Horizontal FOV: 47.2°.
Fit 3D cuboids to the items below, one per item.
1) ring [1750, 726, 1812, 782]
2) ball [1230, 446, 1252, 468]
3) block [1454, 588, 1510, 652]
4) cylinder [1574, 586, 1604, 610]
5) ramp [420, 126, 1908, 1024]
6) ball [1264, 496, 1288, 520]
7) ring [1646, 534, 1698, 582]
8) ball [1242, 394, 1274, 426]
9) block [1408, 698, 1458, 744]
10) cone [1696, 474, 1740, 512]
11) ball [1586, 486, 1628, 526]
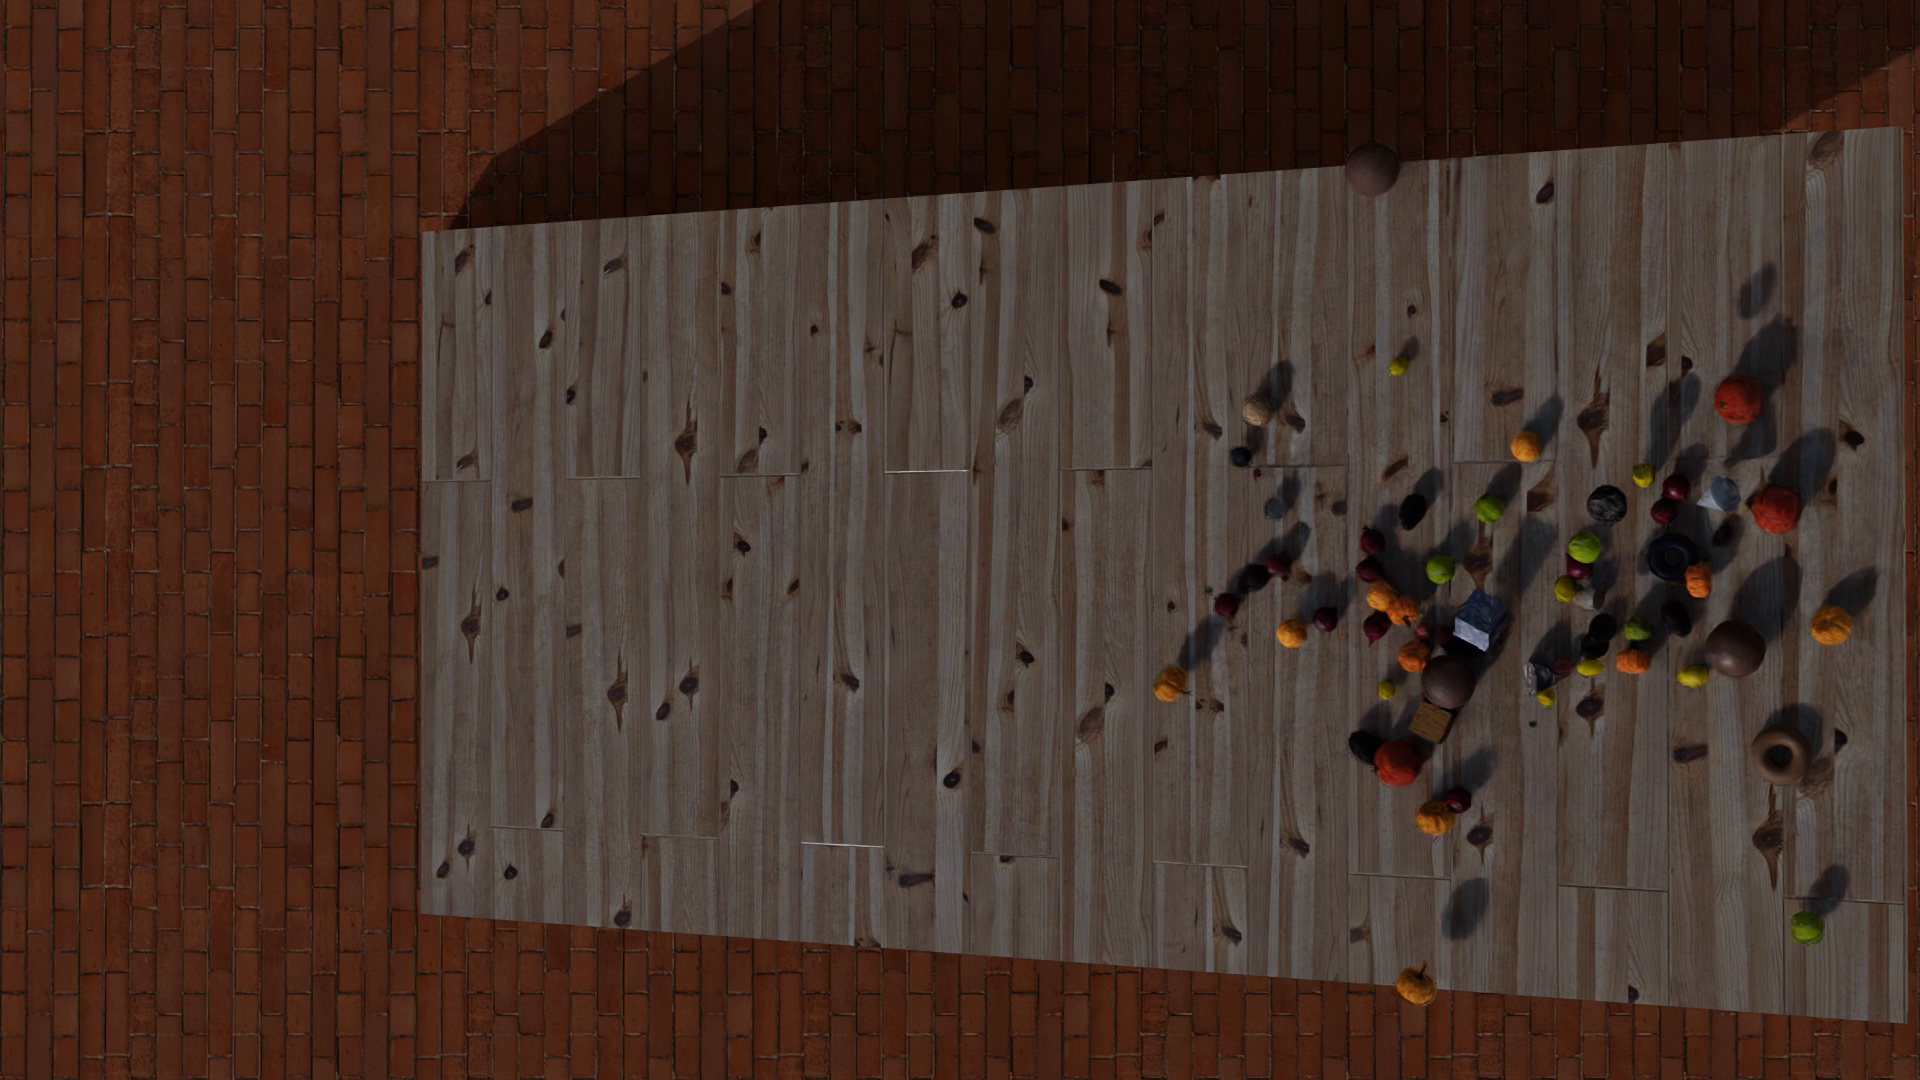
[{"bbox_3d":[1.857,0.485,4.975,0.131,0.044,0.131,0,91,23],"label":"ring"},{"bbox_3d":[0.698,-0.206,5.467,0.052,0.052,0.052,0,89,0],"label":"ball"},{"bbox_3d":[1.222,0.189,5.157,0.089,0.089,0.089,30,69,23],"label":"block"},{"bbox_3d":[1.468,0.136,5.129,0.051,0.051,0.051,-7,101,-42],"label":"cylinder"},{"bbox_3d":[0.283,0.085,5.721,4.000,0.100,2.000,0,89,23],"label":"ramp"},{"bbox_3d":[0.779,-0.078,5.429,0.056,0.056,0.056,0,89,0],"label":"ball"},{"bbox_3d":[1.642,0.040,5.065,0.115,0.038,0.115,5,105,19],"label":"ring"},{"bbox_3d":[0.738,-0.322,5.437,0.079,0.079,0.079,0,89,0],"label":"ball"},{"bbox_3d":[1.132,0.433,5.261,0.080,0.080,0.080,27,99,21],"label":"block"},{"bbox_3d":[1.702,-0.093,4.985,0.089,0.089,0.089,9,71,-27],"label":"cone"},{"bbox_3d":[1.471,-0.079,4.999,0.089,0.089,0.089,0,89,0],"label":"ball"}]
